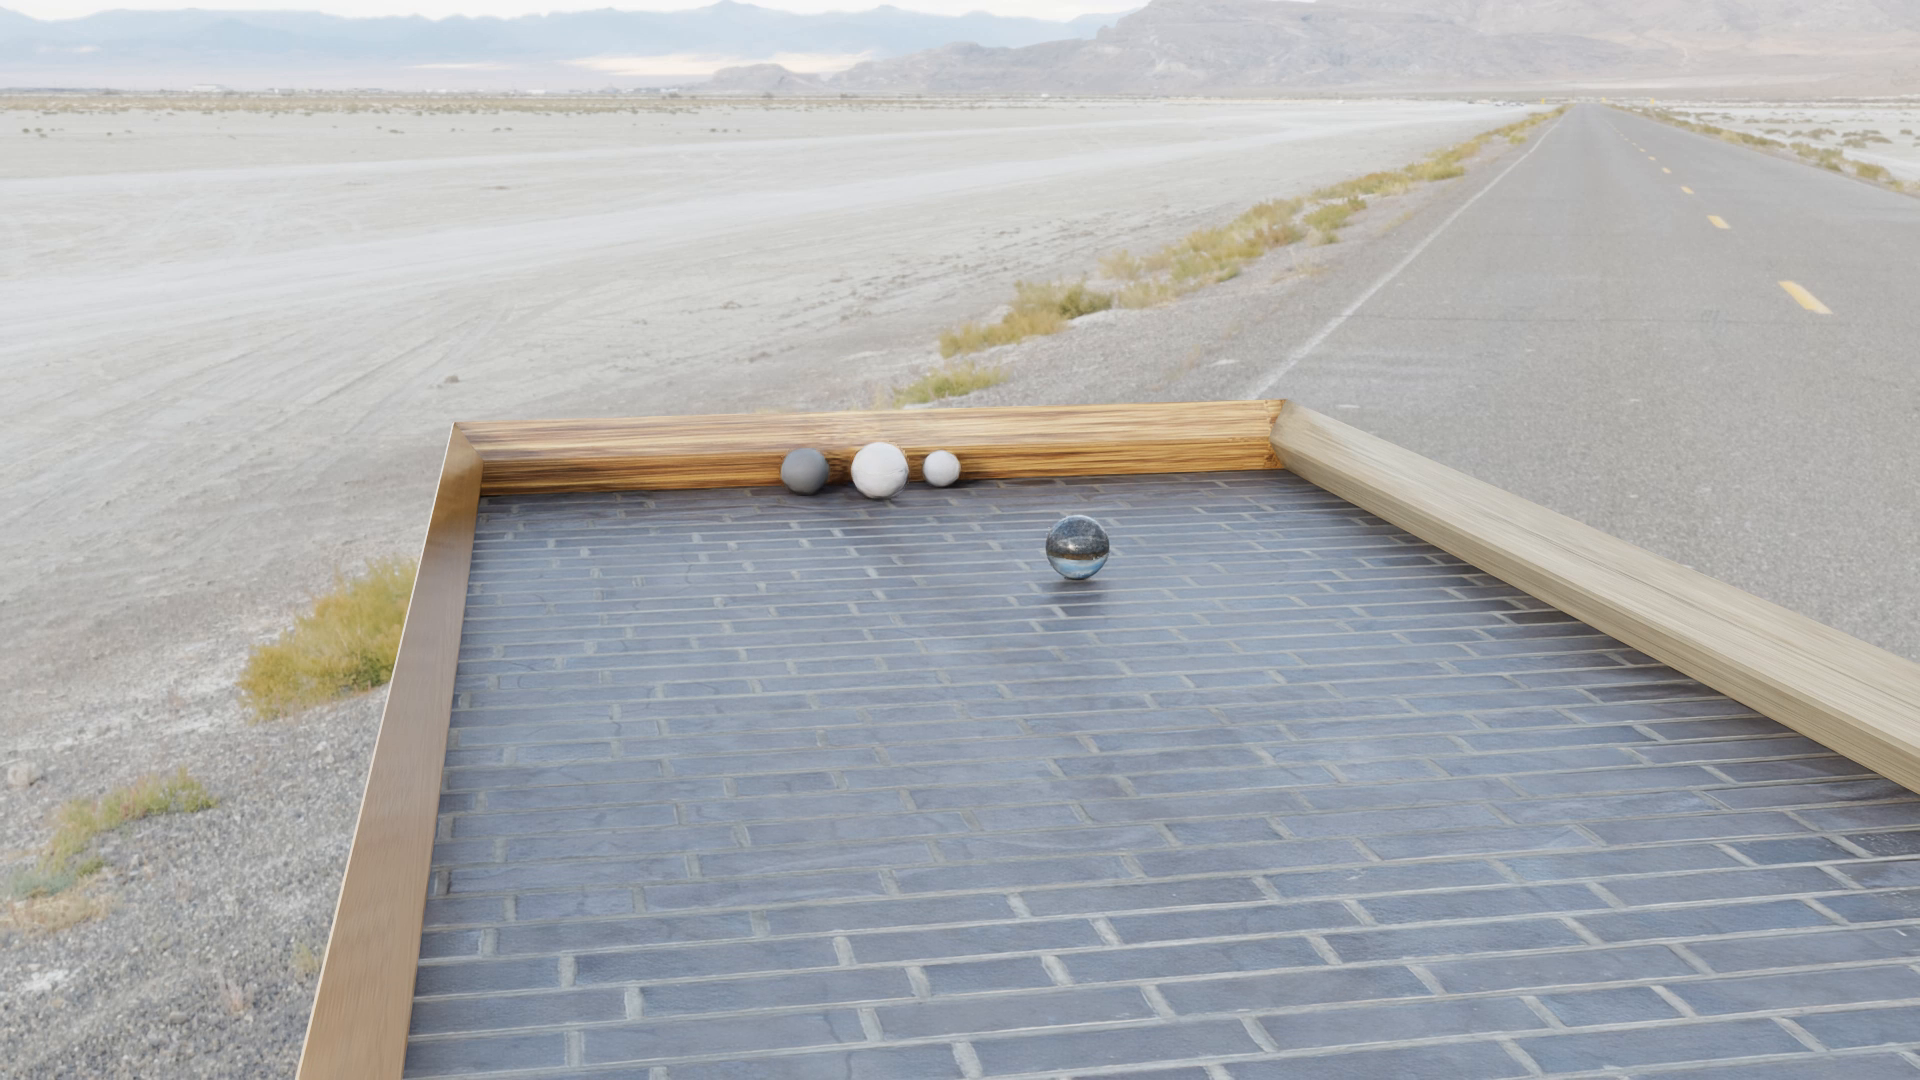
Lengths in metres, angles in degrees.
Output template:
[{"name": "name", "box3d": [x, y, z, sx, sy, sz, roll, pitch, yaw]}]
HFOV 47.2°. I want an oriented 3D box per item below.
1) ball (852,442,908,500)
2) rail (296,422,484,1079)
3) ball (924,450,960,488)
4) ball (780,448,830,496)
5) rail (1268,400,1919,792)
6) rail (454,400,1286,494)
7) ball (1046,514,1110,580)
[{"name": "ball", "box3d": [-0.124, -0.107, 3.400, 0.089, 0.089, 0.089, 0, 12, 0]}, {"name": "rail", "box3d": [-0.521, 0.133, 2.173, 0.045, 0.115, 2.608, -2, 12, -11]}, {"name": "ball", "box3d": [-0.029, -0.113, 3.503, 0.060, 0.060, 0.060, 0, 12, 0]}, {"name": "ball", "box3d": [-0.242, -0.107, 3.435, 0.075, 0.075, 0.075, 0, 12, 0]}, {"name": "rail", "box3d": [0.764, 0.084, 2.412, 0.045, 0.115, 2.608, -2, 12, -11]}, {"name": "rail", "box3d": [-0.117, -0.147, 3.524, 1.356, 0.115, 0.045, -2, 12, -11]}, {"name": "ball", "box3d": [0.152, 0.009, 2.854, 0.083, 0.083, 0.083, 0, 12, 0]}]
